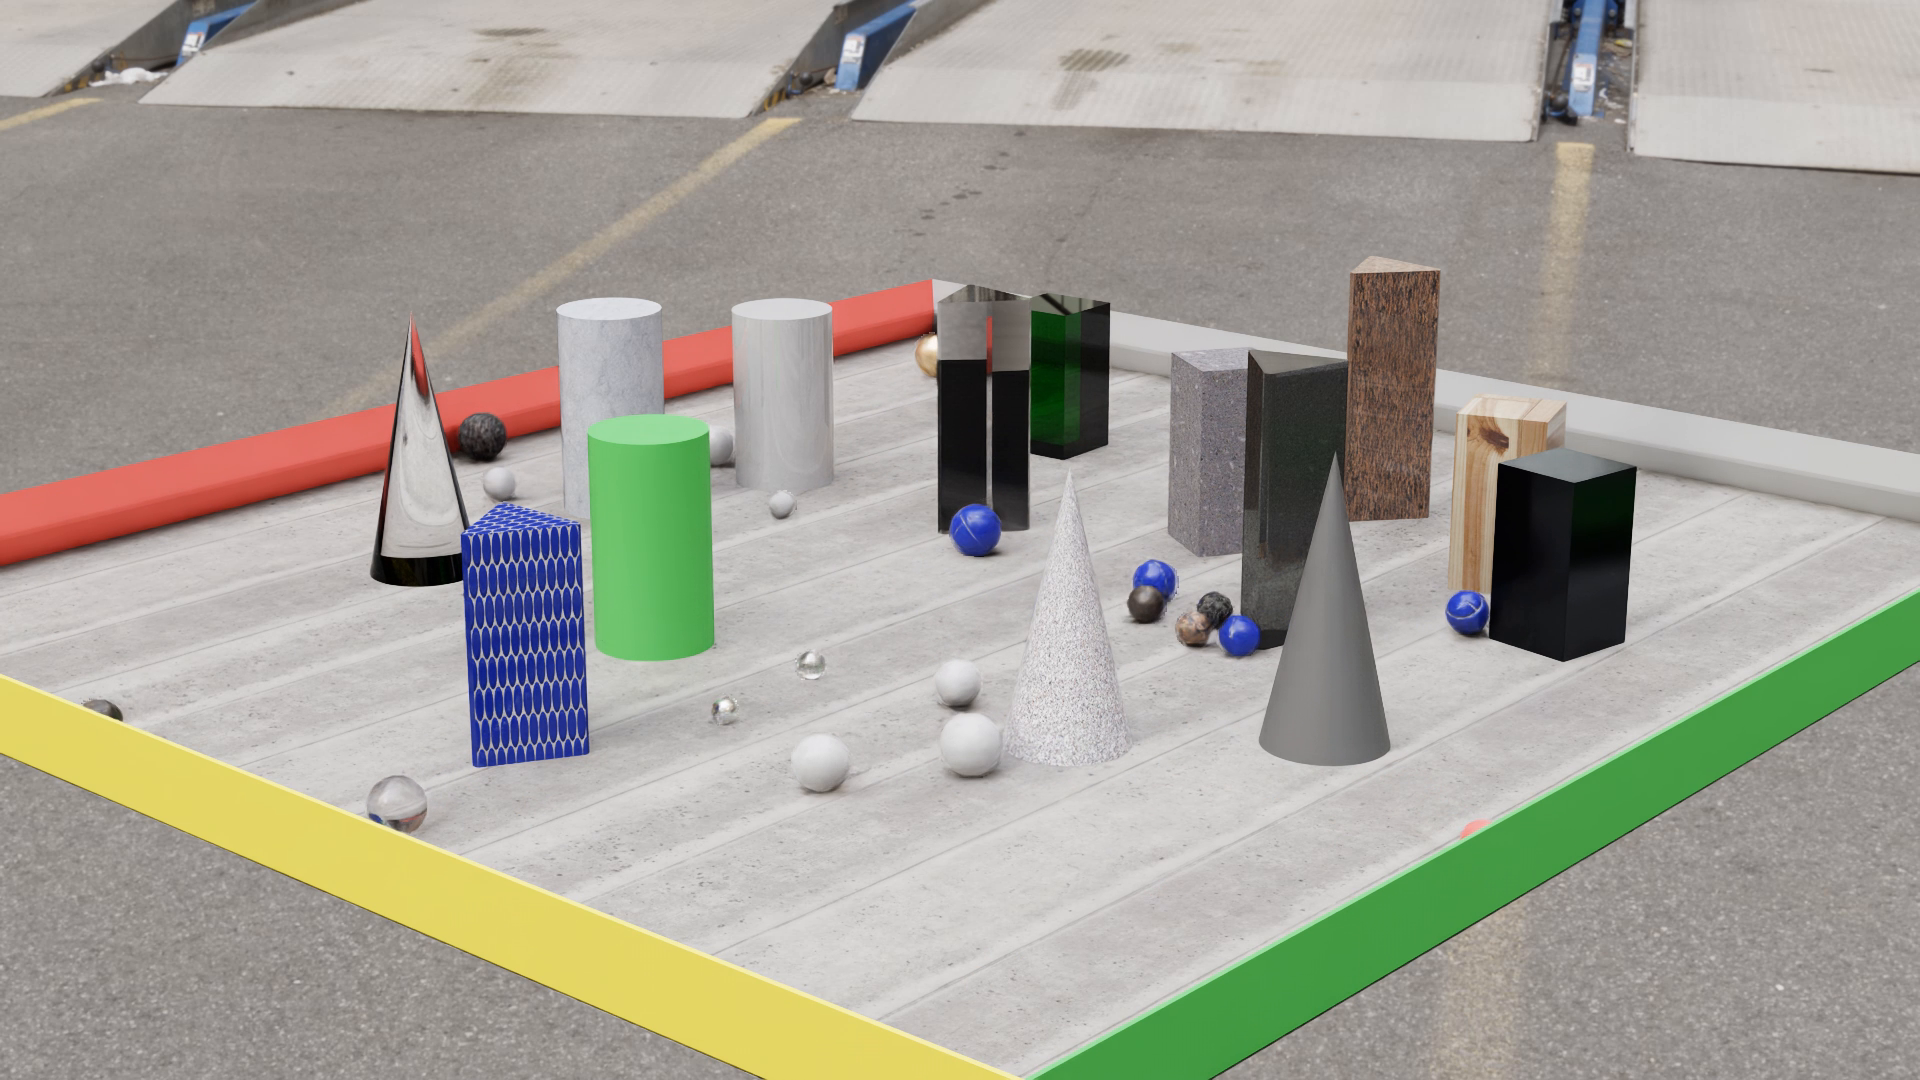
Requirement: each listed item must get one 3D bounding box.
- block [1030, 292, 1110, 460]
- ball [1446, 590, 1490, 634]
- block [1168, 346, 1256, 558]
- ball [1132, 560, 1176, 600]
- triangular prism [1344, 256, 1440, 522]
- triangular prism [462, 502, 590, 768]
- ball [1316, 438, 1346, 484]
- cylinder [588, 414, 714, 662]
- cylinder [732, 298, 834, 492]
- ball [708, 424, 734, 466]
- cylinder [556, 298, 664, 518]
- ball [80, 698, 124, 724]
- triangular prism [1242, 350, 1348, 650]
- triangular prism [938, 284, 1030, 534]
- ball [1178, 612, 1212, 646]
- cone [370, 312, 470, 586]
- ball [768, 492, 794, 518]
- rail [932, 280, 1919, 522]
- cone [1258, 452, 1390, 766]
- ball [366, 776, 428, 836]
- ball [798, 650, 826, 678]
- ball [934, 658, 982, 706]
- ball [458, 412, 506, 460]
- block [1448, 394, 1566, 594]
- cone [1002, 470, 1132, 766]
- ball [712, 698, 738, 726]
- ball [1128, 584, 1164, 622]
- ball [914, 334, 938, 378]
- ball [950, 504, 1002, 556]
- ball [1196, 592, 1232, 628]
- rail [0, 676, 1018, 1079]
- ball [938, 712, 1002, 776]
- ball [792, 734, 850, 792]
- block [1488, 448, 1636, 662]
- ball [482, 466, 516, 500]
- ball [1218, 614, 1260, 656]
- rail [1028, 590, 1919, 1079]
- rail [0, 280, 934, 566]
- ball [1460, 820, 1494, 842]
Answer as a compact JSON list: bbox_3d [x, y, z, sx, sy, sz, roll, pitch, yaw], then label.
[{"bbox_3d":[0.198,-0.339,6.058,0.159,0.302,0.159,13,21,36],"label":"block"},{"bbox_3d":[0.852,0.122,4.922,0.074,0.074,0.074,0,17,0],"label":"ball"},{"bbox_3d":[0.488,-0.163,5.393,0.159,0.348,0.159,-5,17,-16],"label":"block"},{"bbox_3d":[0.337,0.072,5.083,0.075,0.075,0.075,0,17,0],"label":"ball"},{"bbox_3d":[0.798,-0.290,5.585,0.172,0.480,0.149,-3,17,-9],"label":"triangular prism"},{"bbox_3d":[-0.661,0.136,4.381,0.172,0.359,0.149,-6,18,-18],"label":"triangular prism"},{"bbox_3d":[0.752,-0.157,5.816,0.092,0.092,0.092,0,17,0],"label":"ball"},{"bbox_3d":[-0.508,-0.005,4.837,0.199,0.366,0.199,0,17,0],"label":"cylinder"},{"bbox_3d":[-0.350,-0.288,5.812,0.199,0.346,0.199,0,17,0],"label":"cylinder"},{"bbox_3d":[-0.501,-0.193,5.948,0.085,0.085,0.085,0,17,0],"label":"ball"},{"bbox_3d":[-0.666,-0.253,5.618,0.199,0.389,0.199,0,17,0],"label":"cylinder"},{"bbox_3d":[-1.296,0.276,4.411,0.074,0.074,0.074,0,17,0],"label":"ball"},{"bbox_3d":[0.524,-0.074,4.888,0.172,0.469,0.149,-11,20,-32],"label":"triangular prism"},{"bbox_3d":[0.033,-0.248,5.512,0.172,0.442,0.149,-3,17,-10],"label":"triangular prism"},{"bbox_3d":[0.389,0.147,4.868,0.057,0.057,0.057,0,17,0],"label":"ball"},{"bbox_3d":[-0.961,-0.175,5.205,0.199,0.479,0.199,0,17,0],"label":"cone"},{"bbox_3d":[-0.341,-0.067,5.594,0.048,0.048,0.048,0,17,0],"label":"ball"},{"bbox_3d":[0.990,-0.296,6.211,2.841,0.129,0.045,14,22,39],"label":"rail"},{"bbox_3d":[0.552,0.087,4.371,0.199,0.458,0.199,0,17,0],"label":"cone"},{"bbox_3d":[-0.784,0.370,4.080,0.085,0.085,0.085,0,17,0],"label":"ball"},{"bbox_3d":[-0.238,0.200,4.710,0.046,0.046,0.046,0,17,0],"label":"ball"},{"bbox_3d":[-0.003,0.223,4.586,0.074,0.074,0.074,0,17,0],"label":"ball"},{"bbox_3d":[-0.977,-0.211,5.987,0.098,0.098,0.098,0,17,0],"label":"ball"},{"bbox_3d":[0.963,-0.079,5.162,0.159,0.319,0.159,7,18,22],"label":"block"},{"bbox_3d":[0.162,0.099,4.375,0.199,0.433,0.199,0,17,0],"label":"cone"},{"bbox_3d":[-0.362,0.264,4.507,0.041,0.041,0.041,0,17,0],"label":"ball"},{"bbox_3d":[0.316,0.108,4.986,0.064,0.064,0.064,0,17,0],"label":"ball"},{"bbox_3d":[-0.053,-0.420,6.678,0.099,0.099,0.099,0,17,0],"label":"ball"},{"bbox_3d":[0.030,-0.019,5.356,0.094,0.094,0.094,0,17,0],"label":"ball"},{"bbox_3d":[0.431,0.118,4.959,0.060,0.060,0.060,0,17,0],"label":"ball"},{"bbox_3d":[-0.990,0.361,4.028,2.841,0.129,0.045,14,22,39],"label":"rail"},{"bbox_3d":[0.016,0.300,4.298,0.093,0.093,0.093,0,17,0],"label":"ball"},{"bbox_3d":[-0.200,0.322,4.240,0.084,0.084,0.084,0,17,0],"label":"ball"},{"bbox_3d":[0.996,0.022,4.854,0.159,0.304,0.159,-13,21,-38],"label":"block"},{"bbox_3d":[-0.897,-0.110,5.708,0.064,0.064,0.064,0,17,0],"label":"ball"},{"bbox_3d":[0.458,0.156,4.820,0.067,0.067,0.067,0,17,0],"label":"ball"},{"bbox_3d":[1.055,0.296,4.243,0.045,0.129,3.066,14,22,39],"label":"rail"},{"bbox_3d":[-1.055,-0.232,5.997,0.045,0.129,3.066,14,22,39],"label":"rail"},{"bbox_3d":[0.711,0.410,3.986,0.061,0.061,0.061,0,17,0],"label":"ball"}]
